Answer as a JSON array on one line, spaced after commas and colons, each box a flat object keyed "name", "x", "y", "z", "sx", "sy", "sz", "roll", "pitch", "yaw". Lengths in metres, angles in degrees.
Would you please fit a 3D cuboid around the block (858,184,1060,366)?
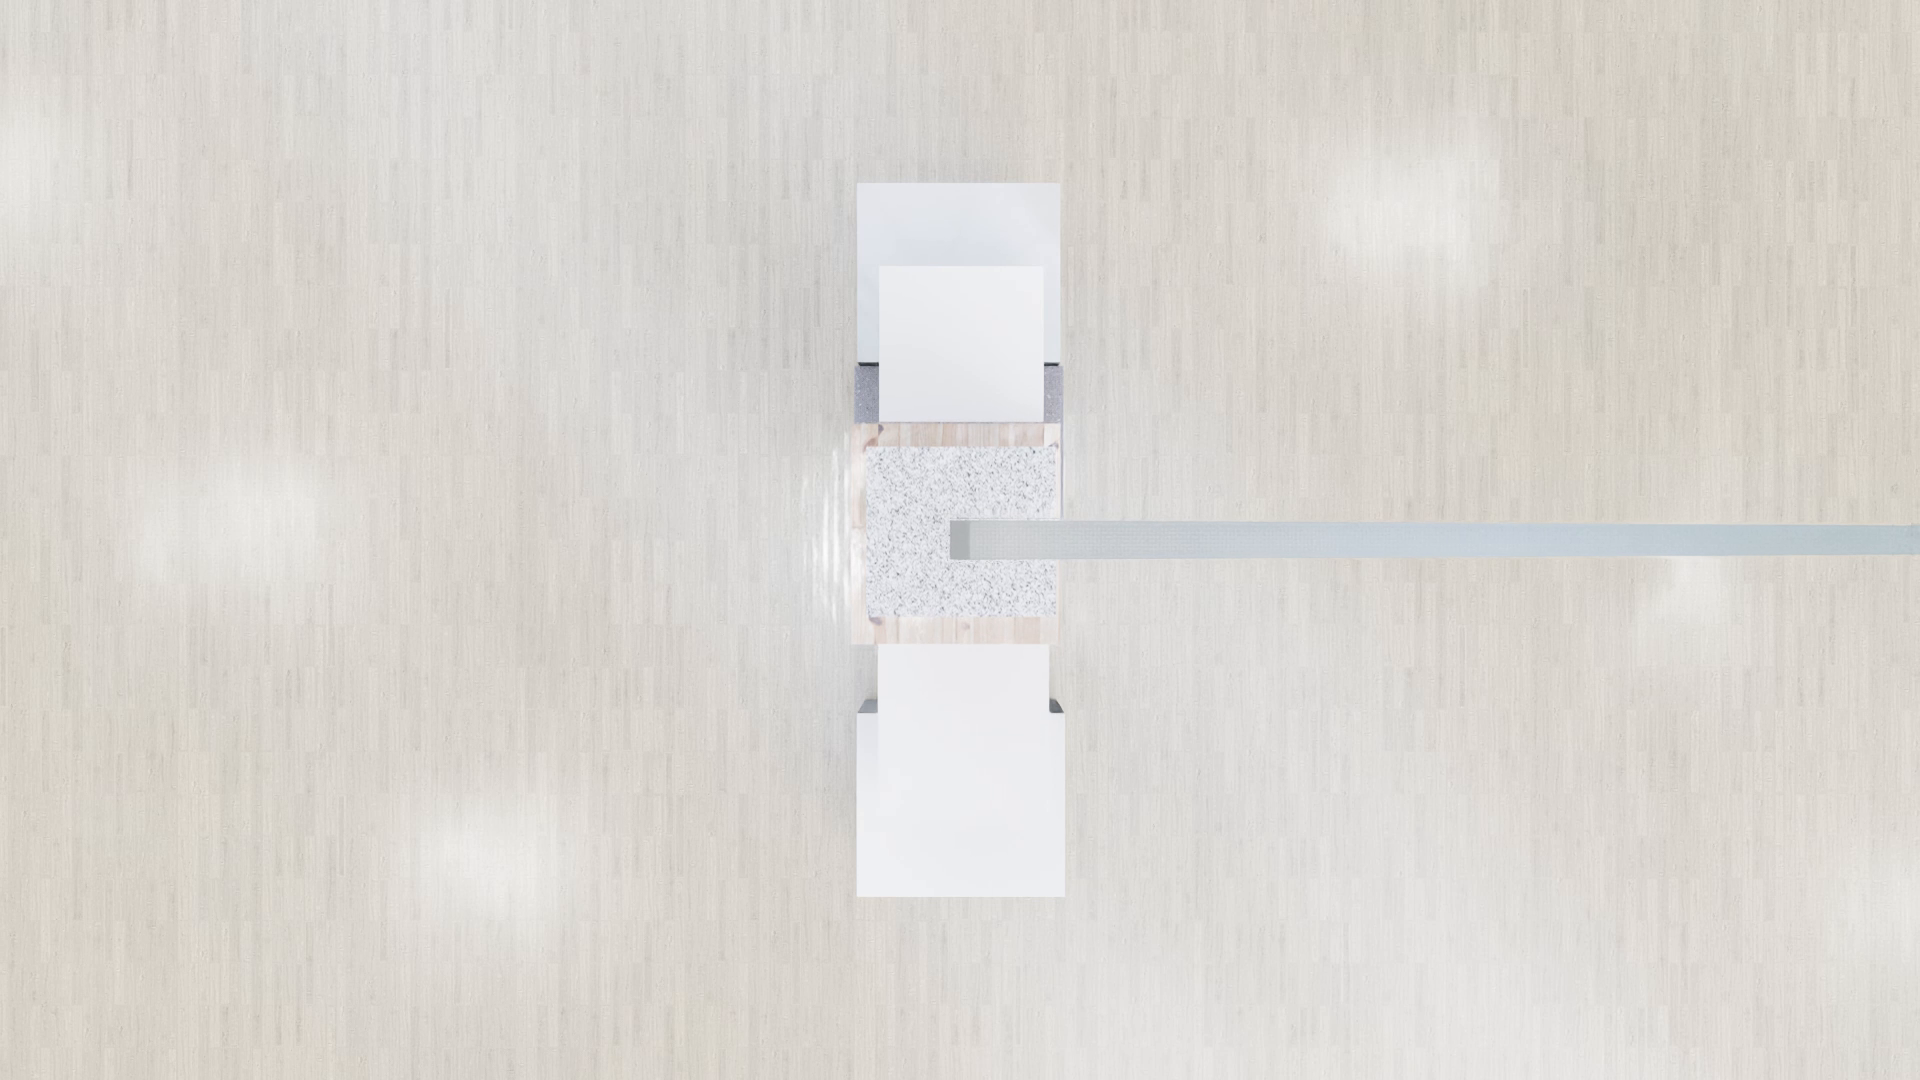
[{"name": "block", "x": -0.007, "y": -1.453, "z": 12.472, "sx": 1.102, "sy": 1.056, "sz": 0.972, "roll": 0, "pitch": 90, "yaw": 0}]

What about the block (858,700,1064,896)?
[{"name": "block", "x": 0.005, "y": 1.440, "z": 12.472, "sx": 1.130, "sy": 1.055, "sz": 0.996, "roll": 0, "pitch": 90, "yaw": 0}]

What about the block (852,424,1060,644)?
[{"name": "block", "x": -0.018, "y": -0.023, "z": 9.790, "sx": 0.894, "sy": 0.803, "sz": 0.942, "roll": 0, "pitch": 89, "yaw": 0}]

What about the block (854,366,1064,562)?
[{"name": "block", "x": -0.006, "y": -0.420, "z": 12.540, "sx": 1.148, "sy": 0.920, "sz": 1.073, "roll": 0, "pitch": 90, "yaw": 0}]

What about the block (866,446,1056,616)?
[{"name": "block", "x": 0.004, "y": -0.030, "z": 9.064, "sx": 0.753, "sy": 0.648, "sz": 0.676, "roll": 0, "pitch": 89, "yaw": 0}]

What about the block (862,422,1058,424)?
[{"name": "block", "x": -0.003, "y": -0.056, "z": 11.421, "sx": 0.966, "sy": 1.134, "sz": 1.033, "roll": 0, "pitch": 89, "yaw": 0}]

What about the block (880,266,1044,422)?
[{"name": "block", "x": 0.007, "y": -0.985, "z": 11.570, "sx": 0.836, "sy": 0.748, "sz": 0.817, "roll": 0, "pitch": 90, "yaw": 0}]

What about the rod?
[{"name": "rod", "x": 2.212, "y": 0.000, "z": 5.810, "sx": 5.200, "sy": 0.080, "sz": 0.080, "roll": 0, "pitch": 90, "yaw": -32}]

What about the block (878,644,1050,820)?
[{"name": "block", "x": 0.017, "y": 0.933, "z": 11.440, "sx": 0.851, "sy": 1.009, "sz": 0.917, "roll": 0, "pitch": 90, "yaw": 0}]
